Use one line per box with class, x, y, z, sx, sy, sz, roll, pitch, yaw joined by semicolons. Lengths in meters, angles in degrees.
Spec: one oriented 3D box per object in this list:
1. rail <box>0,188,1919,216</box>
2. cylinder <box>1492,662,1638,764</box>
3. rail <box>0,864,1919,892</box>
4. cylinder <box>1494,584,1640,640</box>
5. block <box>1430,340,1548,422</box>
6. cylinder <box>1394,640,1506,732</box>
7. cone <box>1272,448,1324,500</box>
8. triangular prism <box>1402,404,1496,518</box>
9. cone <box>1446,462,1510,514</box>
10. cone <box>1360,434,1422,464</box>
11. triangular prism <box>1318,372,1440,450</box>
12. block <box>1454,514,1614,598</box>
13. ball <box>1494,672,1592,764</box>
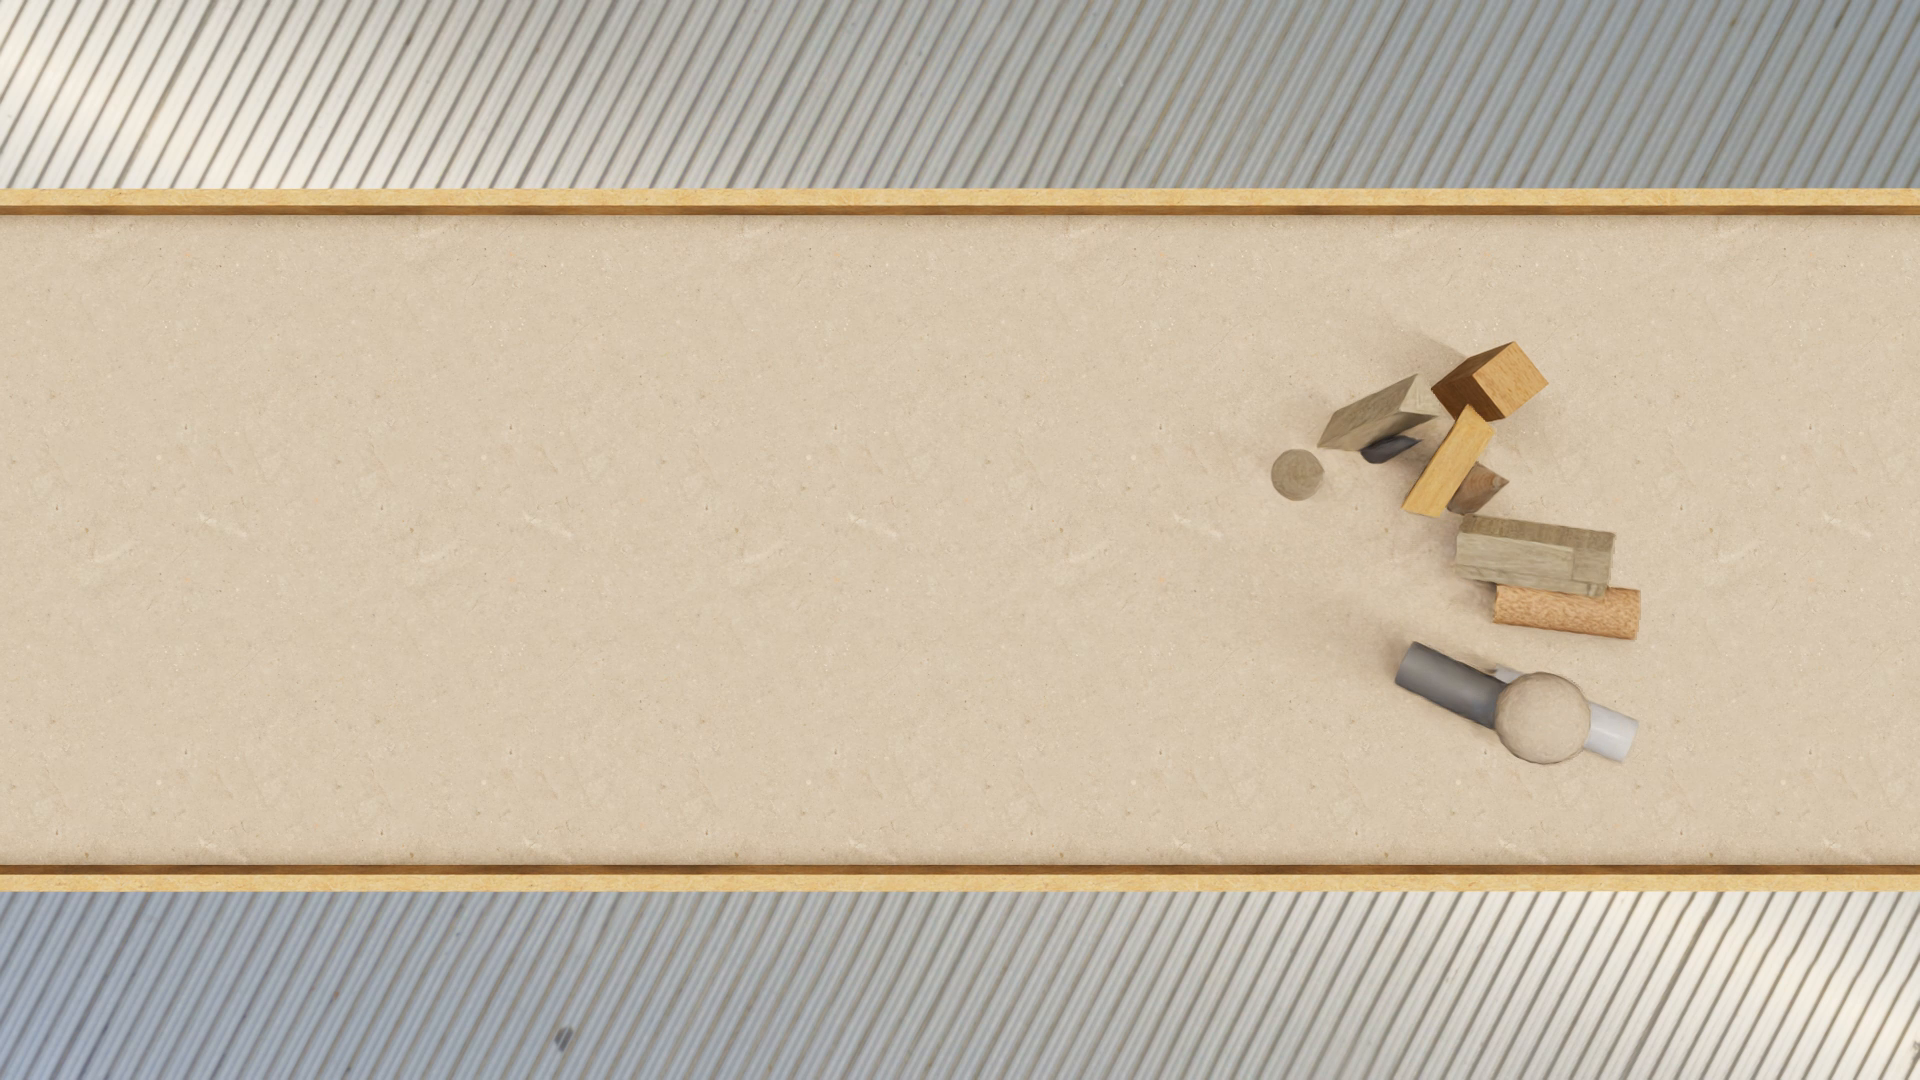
rail;-2.247;-1.025;5.002;12.000;0.150;0.050;0;90;0
cylinder;1.797;0.519;4.956;0.424;0.141;0.141;23;90;14
rail;-2.247;1.025;5.001;12.000;0.150;0.050;0;90;0
cylinder;1.814;0.200;4.945;0.396;0.150;0.150;7;90;17
block;1.556;-0.454;4.869;0.156;0.414;0.156;-39;90;0
cylinder;1.490;0.442;4.910;0.356;0.143;0.143;26;90;21
cone;1.039;-0.199;4.895;0.160;0.360;0.160;0;91;-1
triangular prism;1.429;-0.226;4.901;0.108;0.348;0.125;-10;50;-32
cone;1.551;-0.165;4.863;0.174;0.427;0.174;0;90;0
cone;1.300;-0.285;4.888;0.108;0.367;0.108;0;90;-6
triangular prism;1.225;-0.376;4.855;0.134;0.448;0.116;5;78;-18
block;1.705;0.045;4.905;0.426;0.147;0.147;9;116;22
ball;1.638;0.502;4.645;0.260;0.260;0.260;0;90;0
